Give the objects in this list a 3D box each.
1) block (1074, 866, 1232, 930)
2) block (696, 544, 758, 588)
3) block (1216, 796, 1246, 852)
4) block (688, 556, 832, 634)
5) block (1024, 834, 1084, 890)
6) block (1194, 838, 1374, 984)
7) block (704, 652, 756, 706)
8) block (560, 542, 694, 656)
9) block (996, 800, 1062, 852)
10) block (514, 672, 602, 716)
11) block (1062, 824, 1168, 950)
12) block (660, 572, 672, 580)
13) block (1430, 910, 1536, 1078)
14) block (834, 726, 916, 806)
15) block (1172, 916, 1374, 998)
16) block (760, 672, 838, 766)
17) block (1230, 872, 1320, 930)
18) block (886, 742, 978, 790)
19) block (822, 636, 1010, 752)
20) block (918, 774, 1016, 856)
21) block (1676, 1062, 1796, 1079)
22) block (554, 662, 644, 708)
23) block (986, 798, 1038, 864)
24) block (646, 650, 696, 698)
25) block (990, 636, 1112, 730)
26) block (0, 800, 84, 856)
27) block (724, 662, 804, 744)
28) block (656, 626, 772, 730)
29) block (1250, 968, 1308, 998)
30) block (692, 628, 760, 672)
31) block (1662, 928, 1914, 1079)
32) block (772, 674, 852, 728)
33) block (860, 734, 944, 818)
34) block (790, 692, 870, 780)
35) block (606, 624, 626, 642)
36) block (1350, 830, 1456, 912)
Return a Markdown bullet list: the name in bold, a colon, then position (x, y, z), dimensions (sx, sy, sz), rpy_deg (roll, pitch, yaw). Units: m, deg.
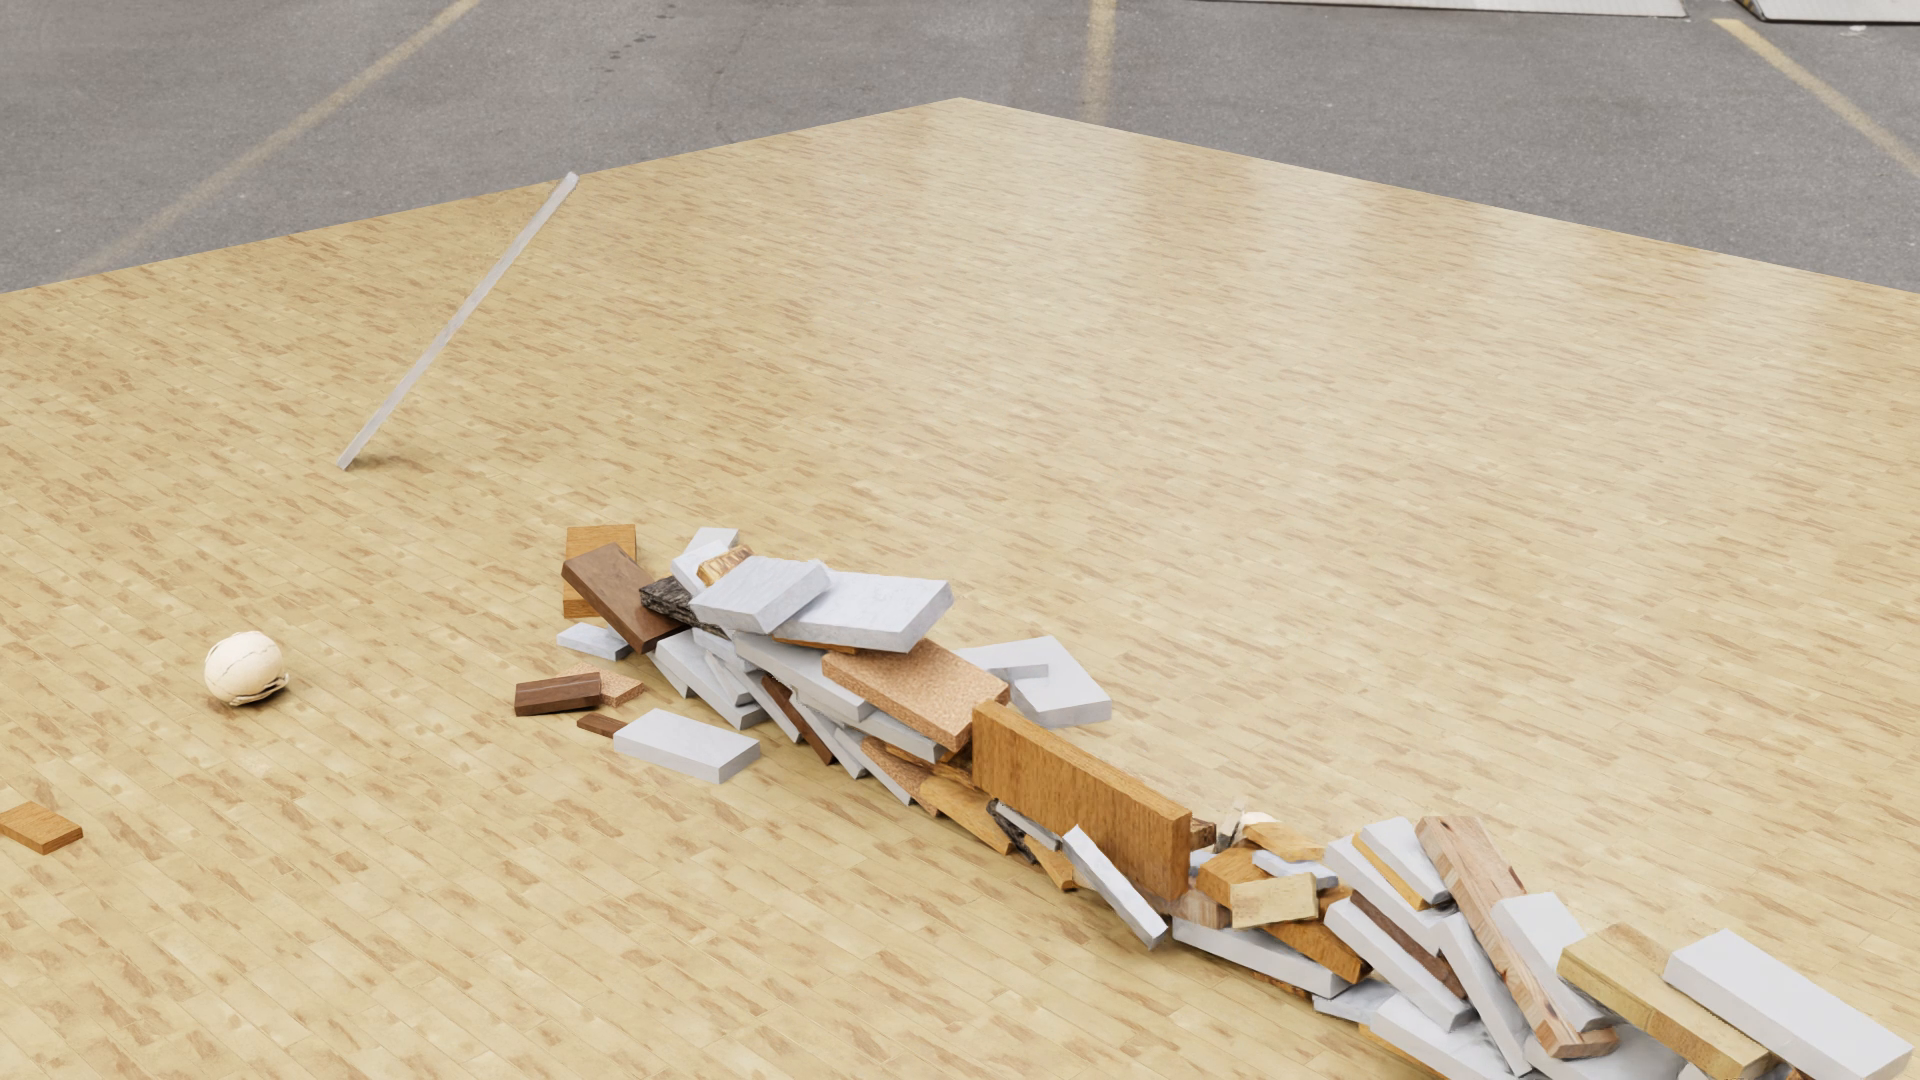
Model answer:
- **block**: position (0.395, 0.628, 4.072), dimensions (0.339, 0.048, 0.170), rpy_deg (11, 20, 44)
- **block**: position (-0.430, 0.124, 4.674), dimensions (0.128, 0.036, 0.256), rpy_deg (-26, 60, -37)
- **block**: position (0.496, 0.522, 4.026), dimensions (0.021, 0.151, 0.076), rpy_deg (24, 73, 11)
- **block**: position (-0.410, 0.109, 4.473), dimensions (0.172, 0.049, 0.344), rpy_deg (-38, 19, -22)
- **block**: position (0.191, 0.614, 4.232), dimensions (0.076, 0.021, 0.151), rpy_deg (0, 32, -31)
- **block**: position (0.604, 0.647, 3.884), dimensions (0.339, 0.048, 0.170), rpy_deg (28, 31, 32)
- **block**: position (-0.405, 0.268, 4.871), dimensions (0.283, 0.040, 0.142), rpy_deg (-15, 54, -33)
- **block**: position (-0.760, 0.131, 5.027), dimensions (0.149, 0.042, 0.298), rpy_deg (-24, 56, -41)
- **block**: position (0.151, 0.547, 4.286), dimensions (0.151, 0.021, 0.076), rpy_deg (33, 31, 29)
- **block**: position (-0.891, 0.342, 4.880), dimensions (0.186, 0.026, 0.093), rpy_deg (-8, 31, -3)
- **block**: position (0.276, 0.623, 3.941), dimensions (0.034, 0.121, 0.241), rpy_deg (-39, 74, -11)
- **block**: position (-0.534, 0.113, 5.308), dimensions (0.348, 0.049, 0.174), rpy_deg (10, 28, 24)
- **block**: position (0.884, 0.721, 3.566), dimensions (0.134, 0.038, 0.267), rpy_deg (-14, 67, -39)
- **block**: position (-0.139, 0.449, 4.568), dimensions (0.118, 0.033, 0.236), rpy_deg (-21, 49, -40)
- **block**: position (0.568, 0.714, 3.937), dimensions (0.339, 0.048, 0.170), rpy_deg (15, 23, 41)
- **block**: position (-0.305, 0.364, 4.712), dimensions (0.122, 0.035, 0.244), rpy_deg (-21, 60, -40)
- **block**: position (0.543, 0.624, 3.800), dimensions (0.151, 0.076, 0.021), rpy_deg (-14, -25, 28)
- **block**: position (-0.026, 0.431, 4.471), dimensions (0.230, 0.033, 0.115), rpy_deg (20, 32, 33)
- **block**: position (-0.088, 0.275, 4.335), dimensions (0.339, 0.048, 0.170), rpy_deg (28, 51, 28)
- **block**: position (0.043, 0.534, 4.389), dimensions (0.229, 0.033, 0.115), rpy_deg (32, 37, 29)
- **block**: position (1.232, 0.877, 3.232), dimensions (0.163, 0.046, 0.327), rpy_deg (-11, 45, -36)
- **block**: position (-0.815, 0.326, 4.958), dimensions (0.186, 0.026, 0.093), rpy_deg (15, 27, 31)
- **block**: position (0.125, 0.564, 4.317), dimensions (0.076, 0.021, 0.151), rpy_deg (-14, 52, -39)
- **block**: position (-0.649, 0.228, 5.026), dimensions (0.149, 0.042, 0.298), rpy_deg (-20, 53, -39)
- **block**: position (0.192, 0.320, 4.945), dimensions (0.174, 0.049, 0.347), rpy_deg (-8, 24, -18)
- **block**: position (-1.838, 0.573, 4.379), dimensions (0.176, 0.025, 0.088), rpy_deg (16, 28, 33)
- **block**: position (-0.385, 0.321, 4.773), dimensions (0.122, 0.035, 0.244), rpy_deg (-27, 63, -39)
- **block**: position (-0.526, 0.300, 4.895), dimensions (0.149, 0.042, 0.298), rpy_deg (-22, 47, -41)
- **block**: position (0.578, 0.774, 3.906), dimensions (0.112, 0.016, 0.056), rpy_deg (15, 27, 39)
- **block**: position (-0.471, 0.220, 4.775), dimensions (0.122, 0.035, 0.244), rpy_deg (-19, 23, -28)
- **block**: position (1.235, 0.706, 3.288), dimensions (0.161, 0.046, 0.322), rpy_deg (-9, 32, -41)
- **block**: position (-0.275, 0.311, 4.655), dimensions (0.118, 0.033, 0.236), rpy_deg (-20, 40, -39)
- **block**: position (-0.084, 0.467, 4.507), dimensions (0.115, 0.033, 0.230), rpy_deg (-22, 49, -40)
- **block**: position (-0.243, 0.394, 4.657), dimensions (0.118, 0.033, 0.236), rpy_deg (-20, 58, -40)
- **block**: position (-0.722, 0.222, 5.153), dimensions (0.186, 0.026, 0.093), rpy_deg (20, 28, 14)
- **block**: position (0.754, 0.551, 3.716), dimensions (0.091, 0.026, 0.182), rpy_deg (-7, 35, -30)
